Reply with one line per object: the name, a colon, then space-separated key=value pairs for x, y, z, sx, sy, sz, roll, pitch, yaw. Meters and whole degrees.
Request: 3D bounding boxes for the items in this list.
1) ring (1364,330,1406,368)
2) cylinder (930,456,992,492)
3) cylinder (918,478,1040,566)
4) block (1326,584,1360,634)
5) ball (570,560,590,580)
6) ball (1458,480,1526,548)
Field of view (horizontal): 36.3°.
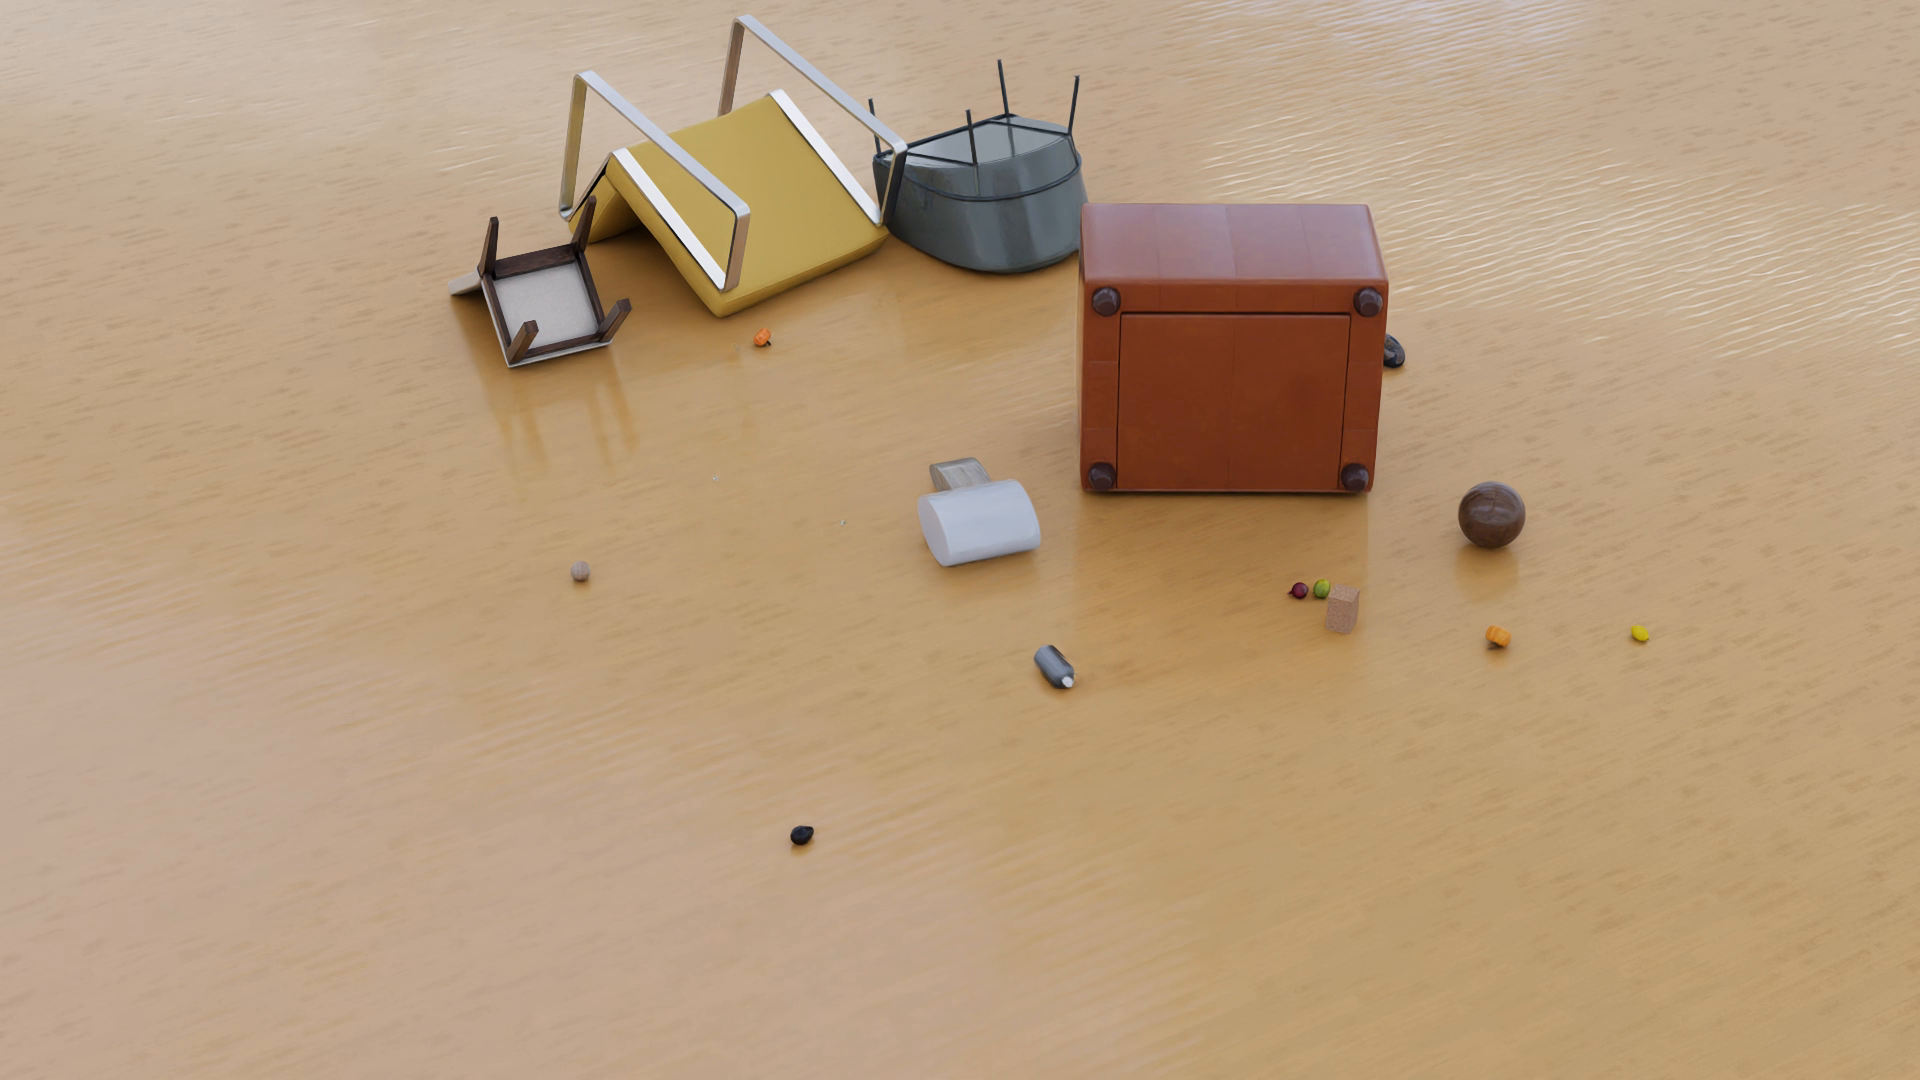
ring: x=1.748 y=-0.788 z=12.085 sx=0.144 sy=0.062 sz=0.270 roll=-9 pitch=35 yaw=-16
cylinder: x=0.011 y=-0.216 z=11.168 sx=0.163 sy=0.114 sz=0.308 roll=-11 pitch=33 yaw=-16
cylinder: x=0.069 y=-0.067 z=10.856 sx=0.358 sy=0.209 sz=0.352 roll=-11 pitch=39 yaw=-16
block: x=1.363 y=0.246 z=10.444 sx=0.088 sy=0.139 sz=0.091 roll=14 pitch=36 yaw=20
ball: x=-1.386 y=0.113 z=10.706 sx=0.074 sy=0.074 sz=0.074 roll=0 pitch=33 yaw=0
ball: x=1.969 y=-0.094 z=10.860 sx=0.250 sy=0.250 sz=0.250 roll=0 pitch=33 yaw=0
